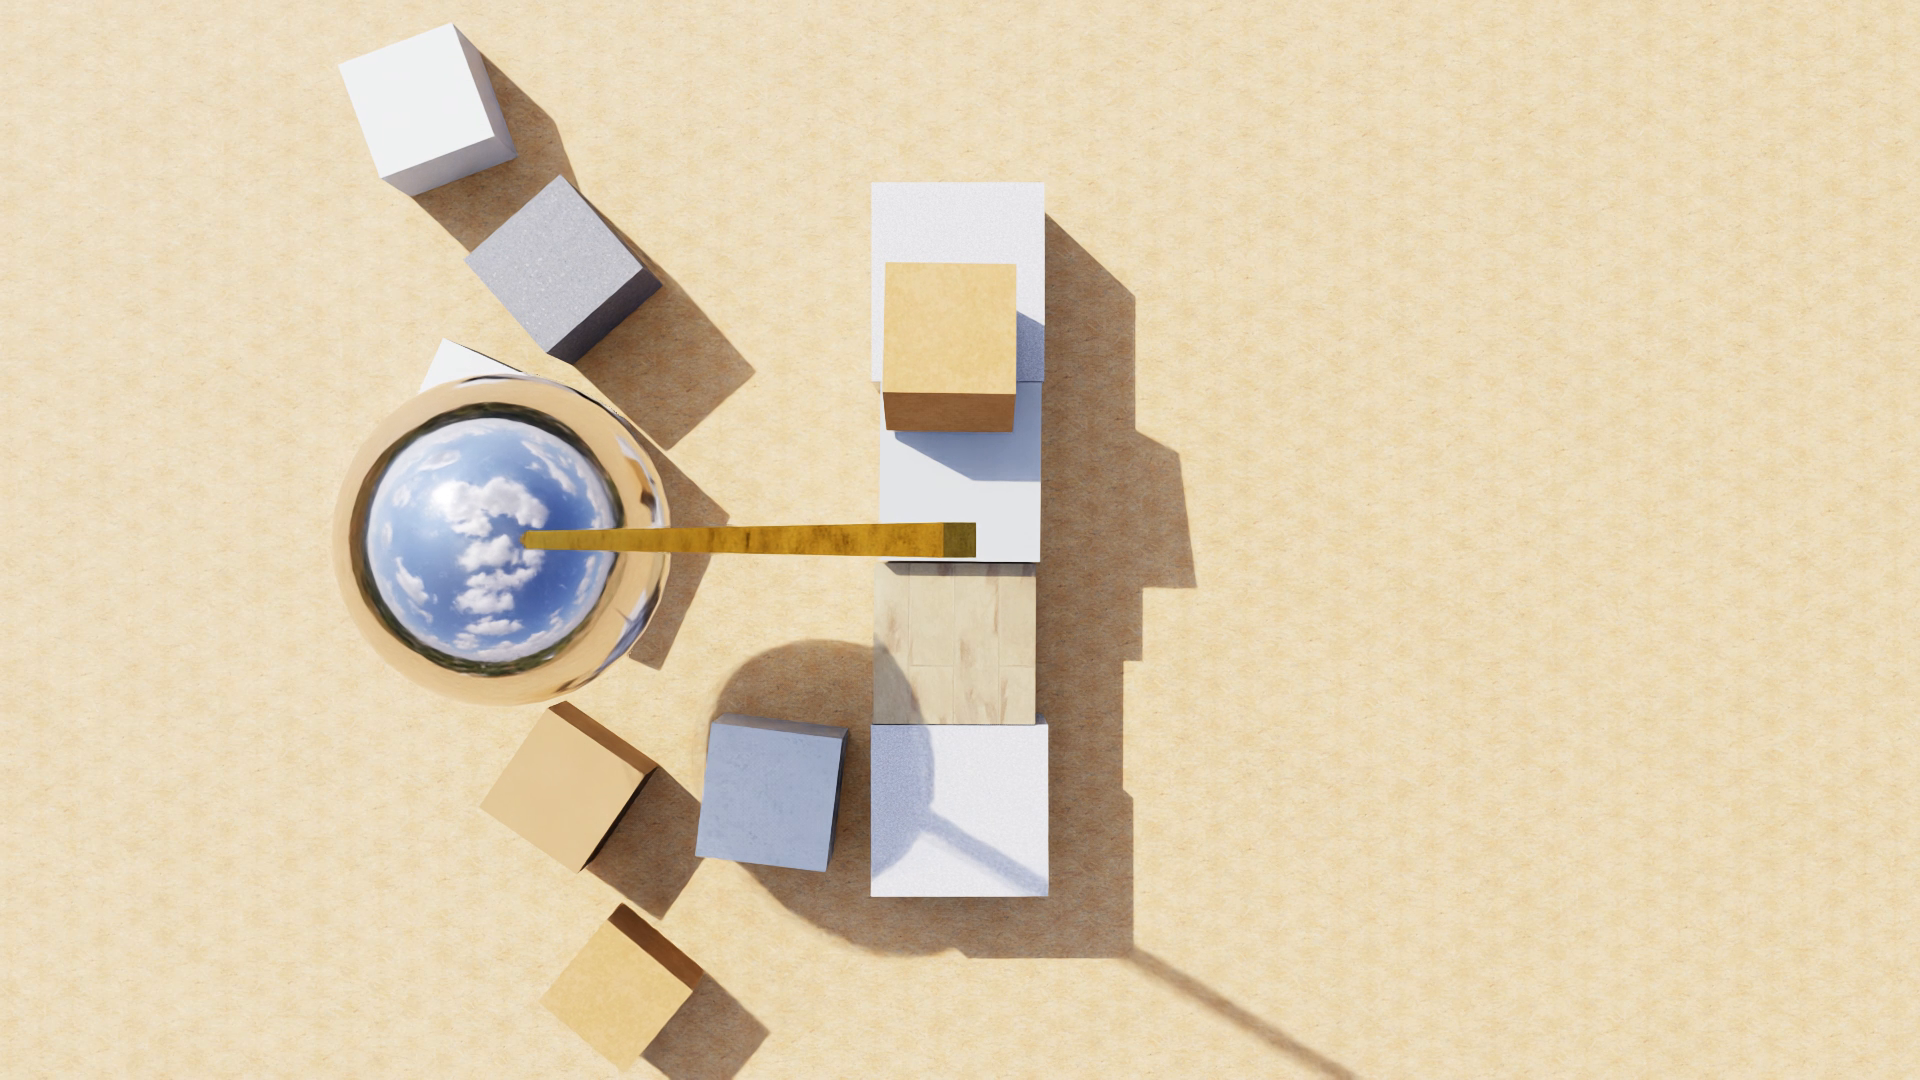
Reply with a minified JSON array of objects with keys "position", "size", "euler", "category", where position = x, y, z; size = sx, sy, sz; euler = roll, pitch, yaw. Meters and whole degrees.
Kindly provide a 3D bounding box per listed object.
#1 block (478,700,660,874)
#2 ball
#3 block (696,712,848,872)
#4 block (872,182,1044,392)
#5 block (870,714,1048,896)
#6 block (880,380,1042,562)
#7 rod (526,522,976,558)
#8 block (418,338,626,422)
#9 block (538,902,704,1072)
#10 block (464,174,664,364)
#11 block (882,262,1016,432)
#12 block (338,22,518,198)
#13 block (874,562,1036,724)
[{"position":[-2.246,1.417,12.701],"size":[0.672,0.598,0.679],"euler":[35,90,0],"category":"block"},{"position":[-2.182,0.000,10.530],"size":[1.600,1.600,1.600],"euler":[0,90,0],"category":"ball"},{"position":[-1.068,1.437,12.636],"size":[0.735,0.728,0.749],"euler":[7,90,0],"category":"block"},{"position":[-0.011,-1.425,12.567],"size":[0.955,0.866,1.097],"euler":[0,90,0],"category":"block"},{"position":[-0.003,1.499,12.592],"size":[0.981,0.816,0.950],"euler":[0,90,0],"category":"block"},{"position":[0.002,-0.375,12.514],"size":[0.880,0.973,0.981],"euler":[1,90,0],"category":"block"},{"position":[-0.946,0.000,7.363],"size":[0.080,5.200,0.080],"euler":[0,90,-21],"category":"rod"},{"position":[-2.615,-0.453,12.529],"size":[0.940,0.942,1.013],"euler":[24,90,0],"category":"block"},{"position":[-1.944,2.574,12.701],"size":[0.635,0.598,0.605],"euler":[40,90,0],"category":"block"},{"position":[-2.251,-1.528,12.580],"size":[0.717,0.839,0.691],"euler":[-41,90,0],"category":"block"},{"position":[-0.052,-1.019,11.723],"size":[0.687,0.666,0.714],"euler":[1,76,0],"category":"block"},{"position":[-3.048,-2.464,12.660],"size":[0.682,0.679,0.680],"euler":[-20,90,0],"category":"block"},{"position":[-0.031,0.574,12.584],"size":[0.896,0.832,0.889],"euler":[0,90,0],"category":"block"}]
